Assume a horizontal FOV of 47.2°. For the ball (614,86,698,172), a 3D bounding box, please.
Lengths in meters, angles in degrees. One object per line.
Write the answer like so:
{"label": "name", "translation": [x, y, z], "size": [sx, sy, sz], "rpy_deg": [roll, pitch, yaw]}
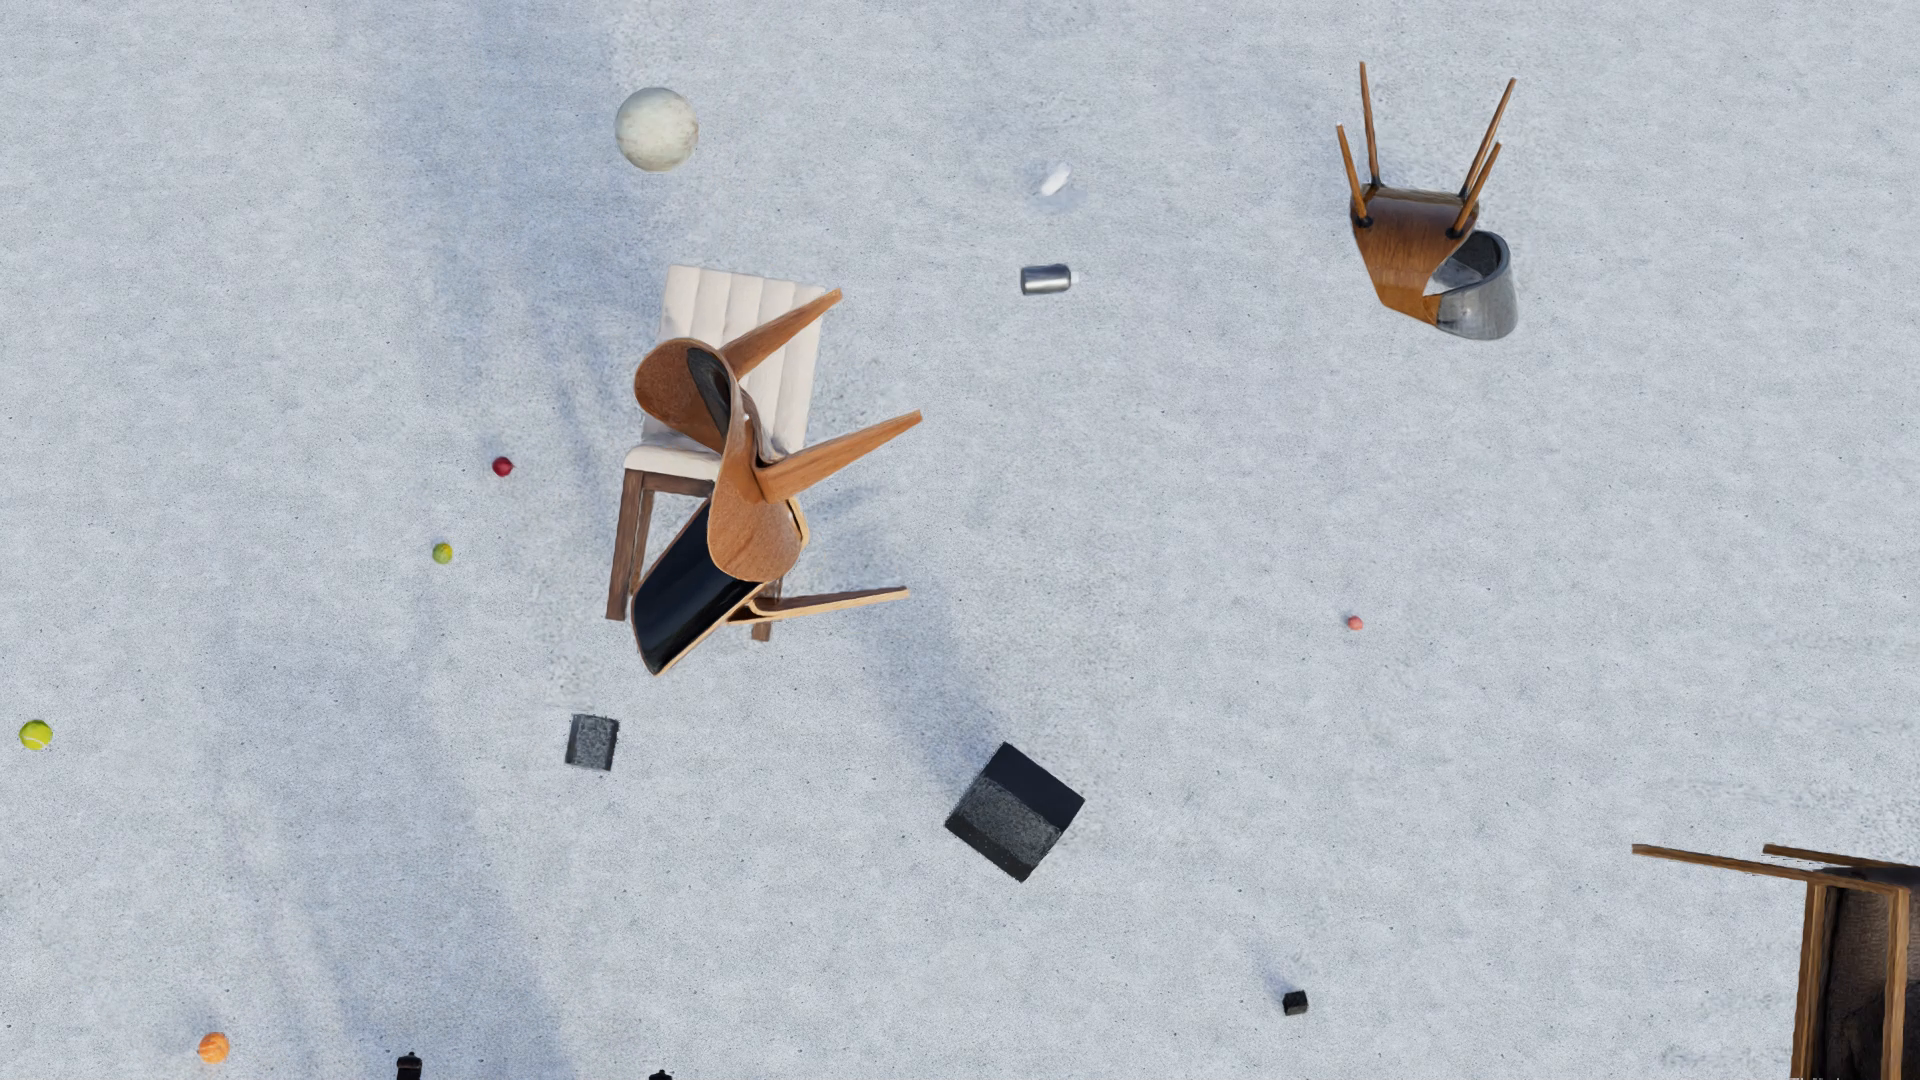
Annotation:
{"label": "ball", "translation": [-0.898, -1.214, 6.508], "size": [0.249, 0.249, 0.249], "rpy_deg": [0, 56, 0]}

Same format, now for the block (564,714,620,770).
{"label": "block", "translation": [-0.958, 0.527, 5.724], "size": [0.098, 0.110, 0.131], "rpy_deg": [13, 81, -22]}

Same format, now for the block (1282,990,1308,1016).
{"label": "block", "translation": [0.873, 1.207, 5.729], "size": [0.052, 0.058, 0.039], "rpy_deg": [-8, 57, -5]}

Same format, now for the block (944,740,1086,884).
{"label": "block", "translation": [0.143, 0.727, 5.857], "size": [0.264, 0.302, 0.133], "rpy_deg": [36, 51, 4]}
